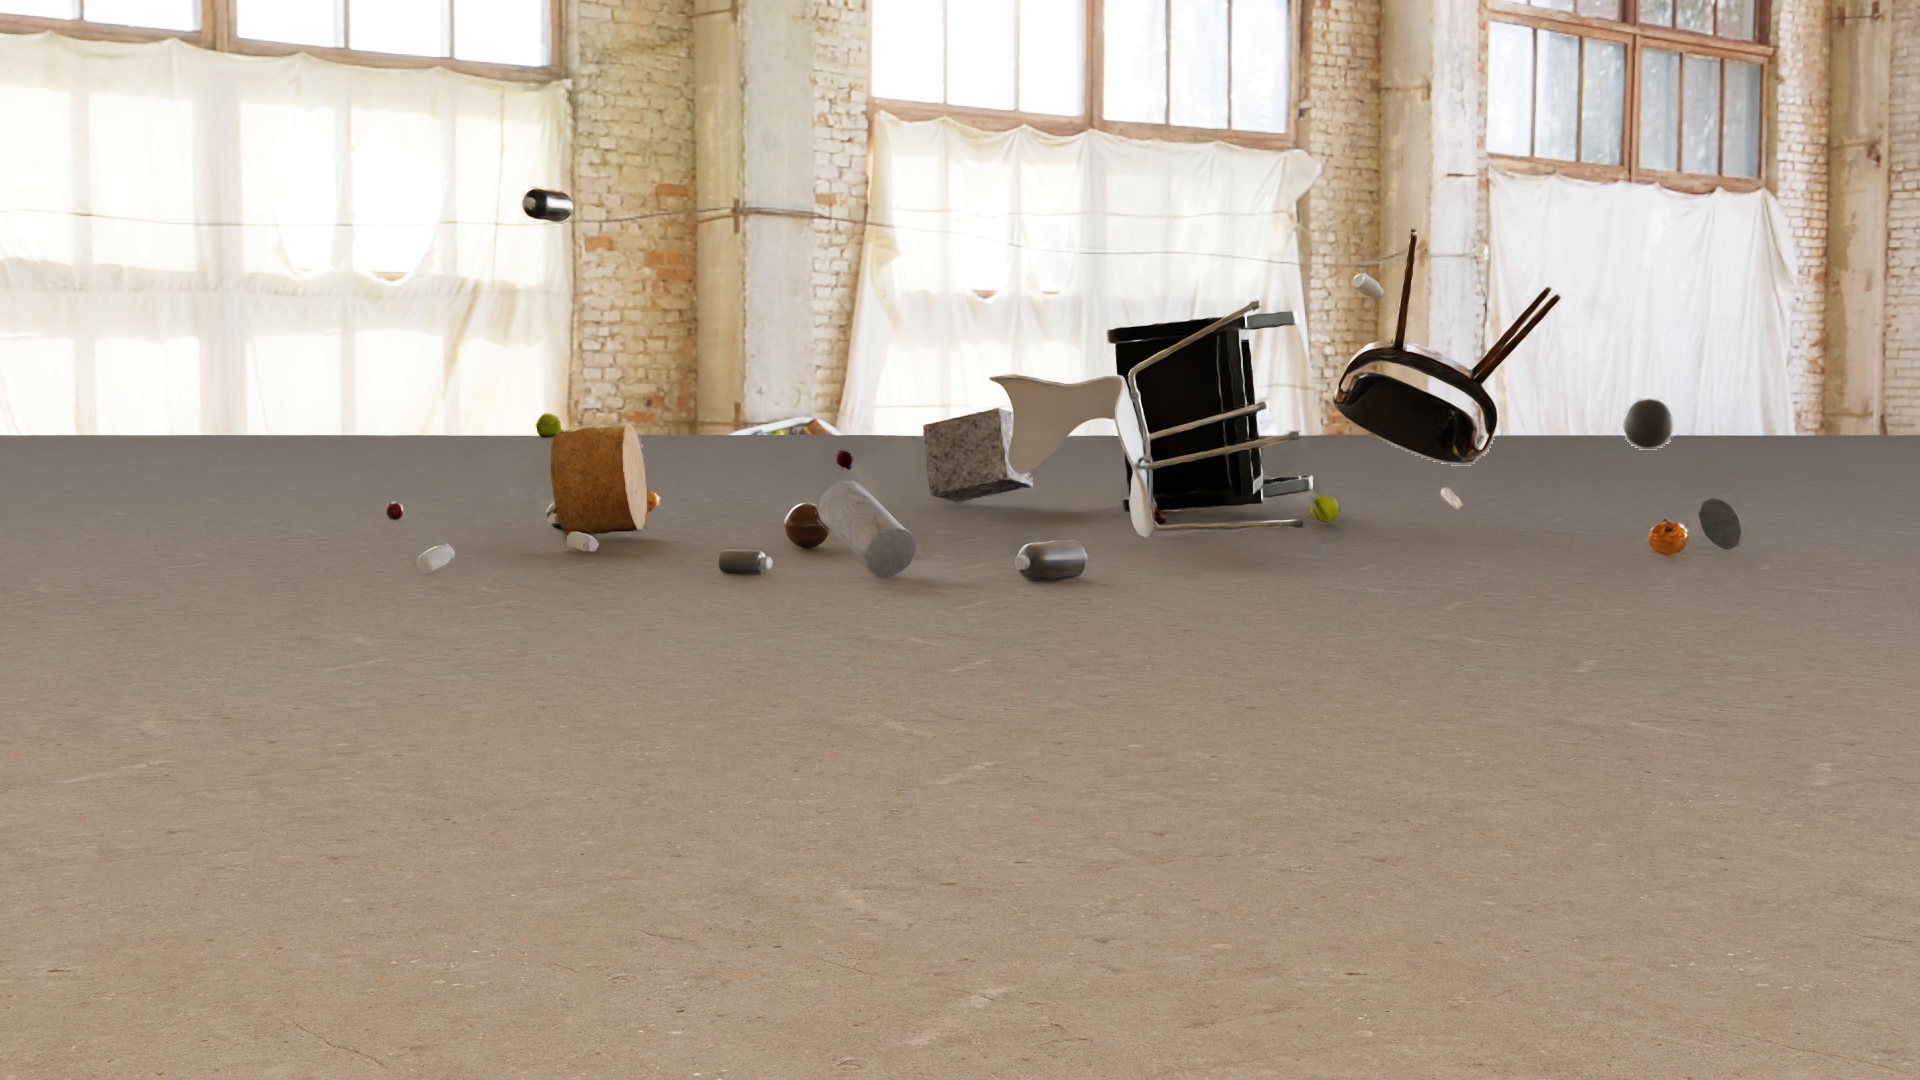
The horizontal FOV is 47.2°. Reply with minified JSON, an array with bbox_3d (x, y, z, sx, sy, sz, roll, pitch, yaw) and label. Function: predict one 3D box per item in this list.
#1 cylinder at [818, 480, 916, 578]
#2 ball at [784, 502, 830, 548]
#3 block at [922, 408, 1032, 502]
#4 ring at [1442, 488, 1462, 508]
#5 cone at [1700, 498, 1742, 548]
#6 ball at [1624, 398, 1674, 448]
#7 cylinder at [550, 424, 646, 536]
[{"bbox_3d":[-0.228,-0.029,5.338,0.132,0.128,0.282,-31,37,-12],"label":"cylinder"},{"bbox_3d":[-0.431,-0.041,6.203,0.128,0.128,0.128,0,4,0],"label":"ball"},{"bbox_3d":[0.069,-0.326,8.442,0.328,0.276,0.225,-11,-11,26],"label":"block"},{"bbox_3d":[1.850,-0.158,8.280,0.034,0.078,0.132,-39,27,6],"label":"ring"},{"bbox_3d":[2.096,-0.014,6.062,0.098,0.171,0.115,-16,-36,8],"label":"cone"},{"bbox_3d":[1.692,-0.288,5.402,0.120,0.120,0.120,0,4,0],"label":"ball"},{"bbox_3d":[-1.090,-0.181,6.641,0.223,0.322,0.224,-5,6,8],"label":"cylinder"}]
